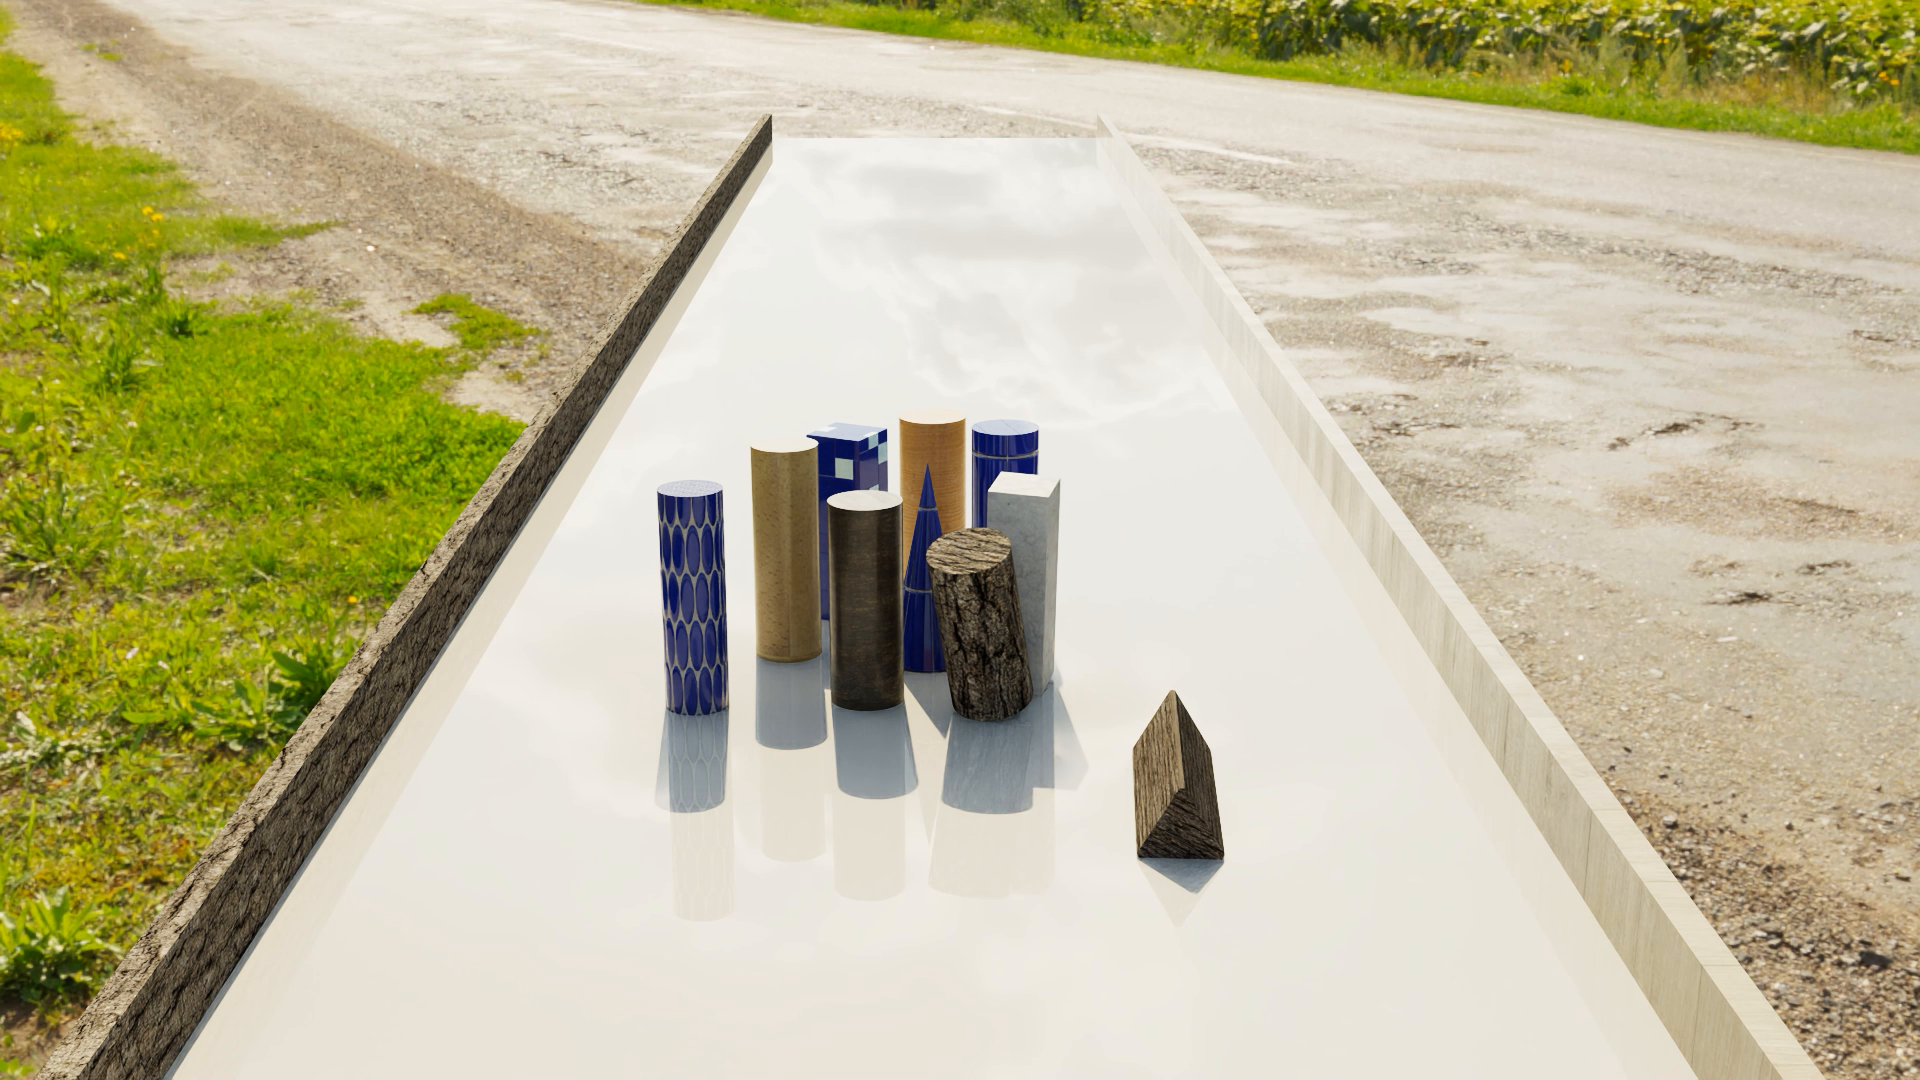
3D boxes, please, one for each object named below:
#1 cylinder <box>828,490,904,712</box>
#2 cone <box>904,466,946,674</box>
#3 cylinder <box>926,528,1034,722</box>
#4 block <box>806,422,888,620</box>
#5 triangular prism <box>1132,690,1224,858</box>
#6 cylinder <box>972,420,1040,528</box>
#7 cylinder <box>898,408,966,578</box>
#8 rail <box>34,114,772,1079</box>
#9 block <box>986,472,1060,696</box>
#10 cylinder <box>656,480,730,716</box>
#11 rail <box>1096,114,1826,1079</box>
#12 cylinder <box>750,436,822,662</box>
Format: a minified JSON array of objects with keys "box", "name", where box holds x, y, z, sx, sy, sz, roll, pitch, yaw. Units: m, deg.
[{"box":[-0.177,0.114,4.154,0.141,0.393,0.141,0,17,0],"name":"cylinder"},{"box":[-0.063,0.044,4.359,0.161,0.410,0.161,0,17,0],"name":"cone"},{"box":[0.039,0.157,4.067,0.155,0.329,0.155,-7,32,4],"name":"cylinder"},{"box":[-0.236,-0.035,4.644,0.125,0.399,0.125,8,18,25],"name":"block"},{"box":[0.365,0.386,3.710,0.137,0.119,0.445,1,17,3],"name":"triangular prism"},{"box":[0.095,-0.041,4.652,0.142,0.406,0.142,0,17,0],"name":"cylinder"},{"box":[-0.061,-0.096,4.897,0.149,0.371,0.149,0,17,0],"name":"cylinder"},{"box":[-1.118,-0.838,7.780,0.050,0.150,12.000,0,17,-1],"name":"rail"},{"box":[0.118,0.084,4.213,0.116,0.405,0.116,6,22,12],"name":"block"},{"box":[-0.498,0.108,4.118,0.121,0.425,0.121,0,17,0],"name":"cylinder"},{"box":[0.932,-0.844,7.801,0.050,0.150,12.000,0,17,-1],"name":"rail"},{"box":[-0.347,0.019,4.401,0.134,0.435,0.134,0,17,0],"name":"cylinder"}]
